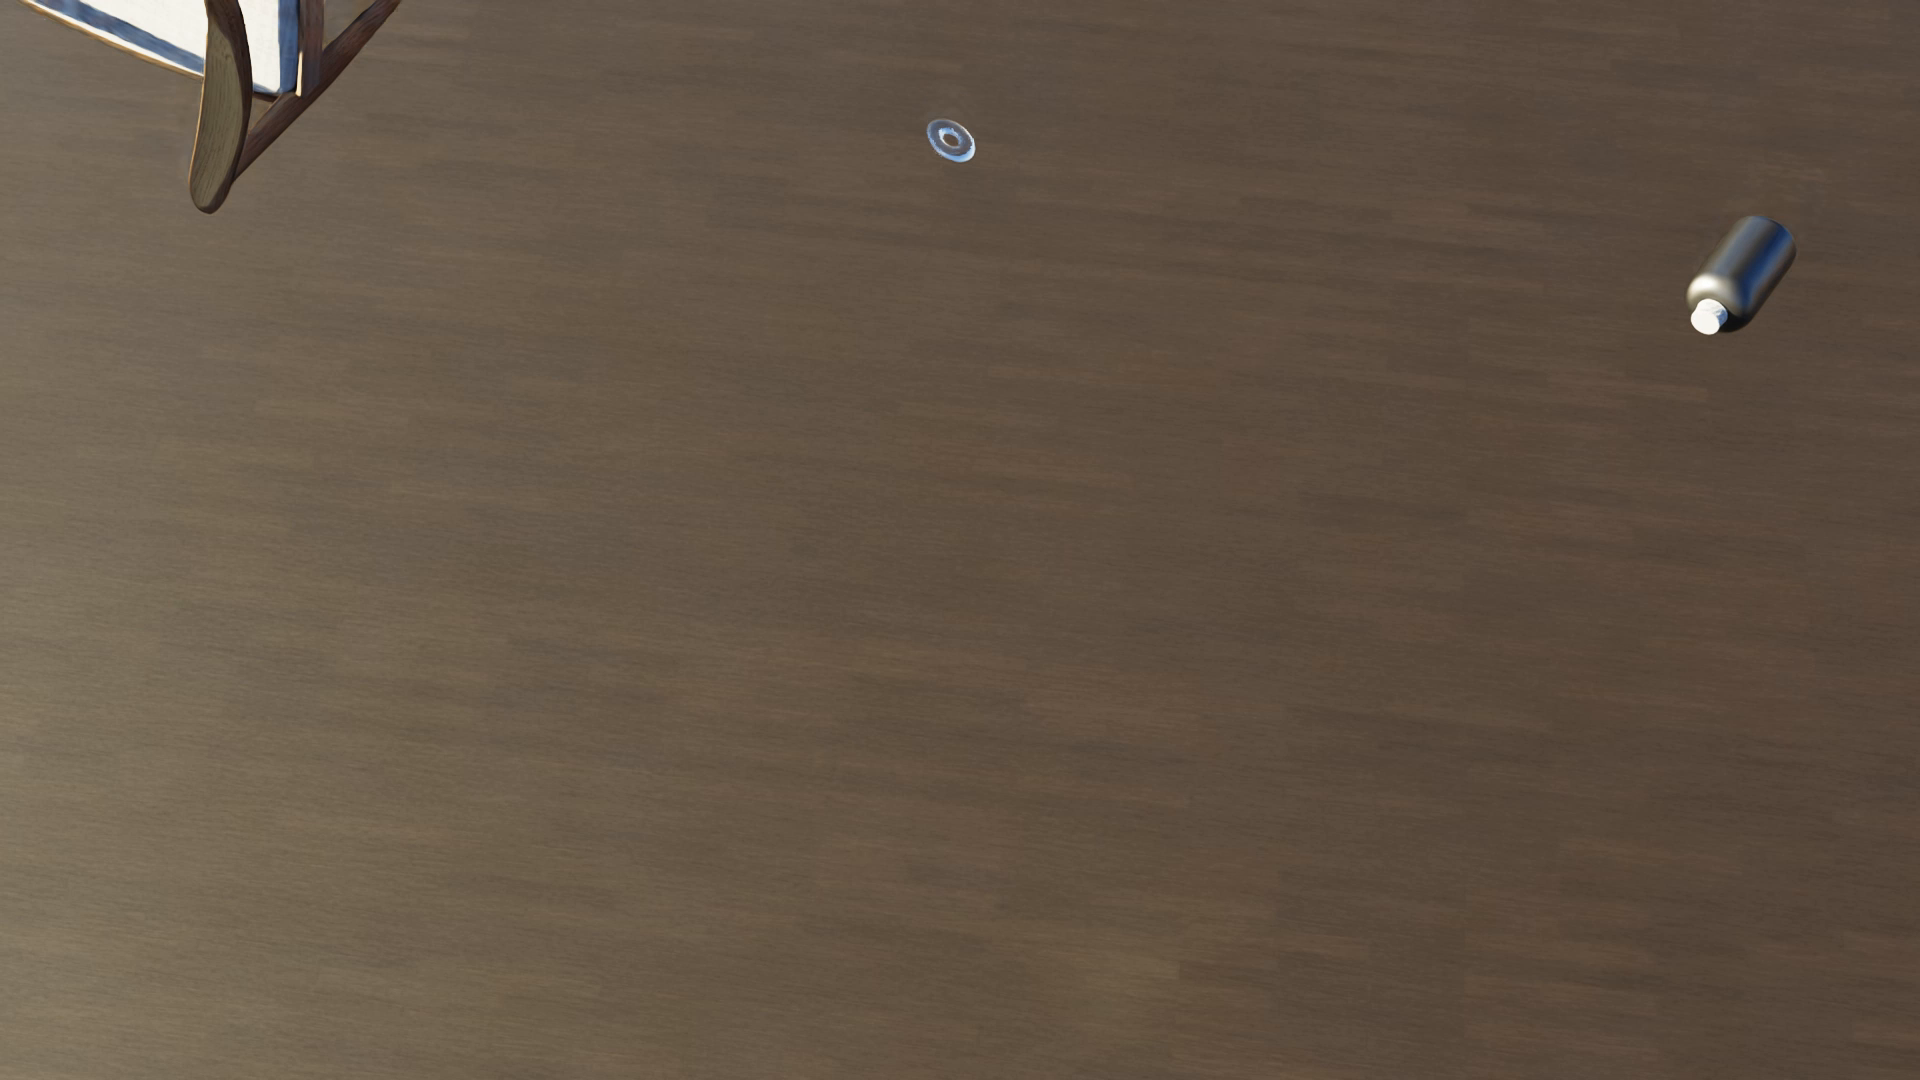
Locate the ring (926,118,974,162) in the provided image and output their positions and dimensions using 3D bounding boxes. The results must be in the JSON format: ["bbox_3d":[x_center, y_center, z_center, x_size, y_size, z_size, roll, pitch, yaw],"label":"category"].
[{"bbox_3d":[-0.018,-0.771,4.239,0.075,0.018,0.148,-25,49,-12],"label":"ring"}]
